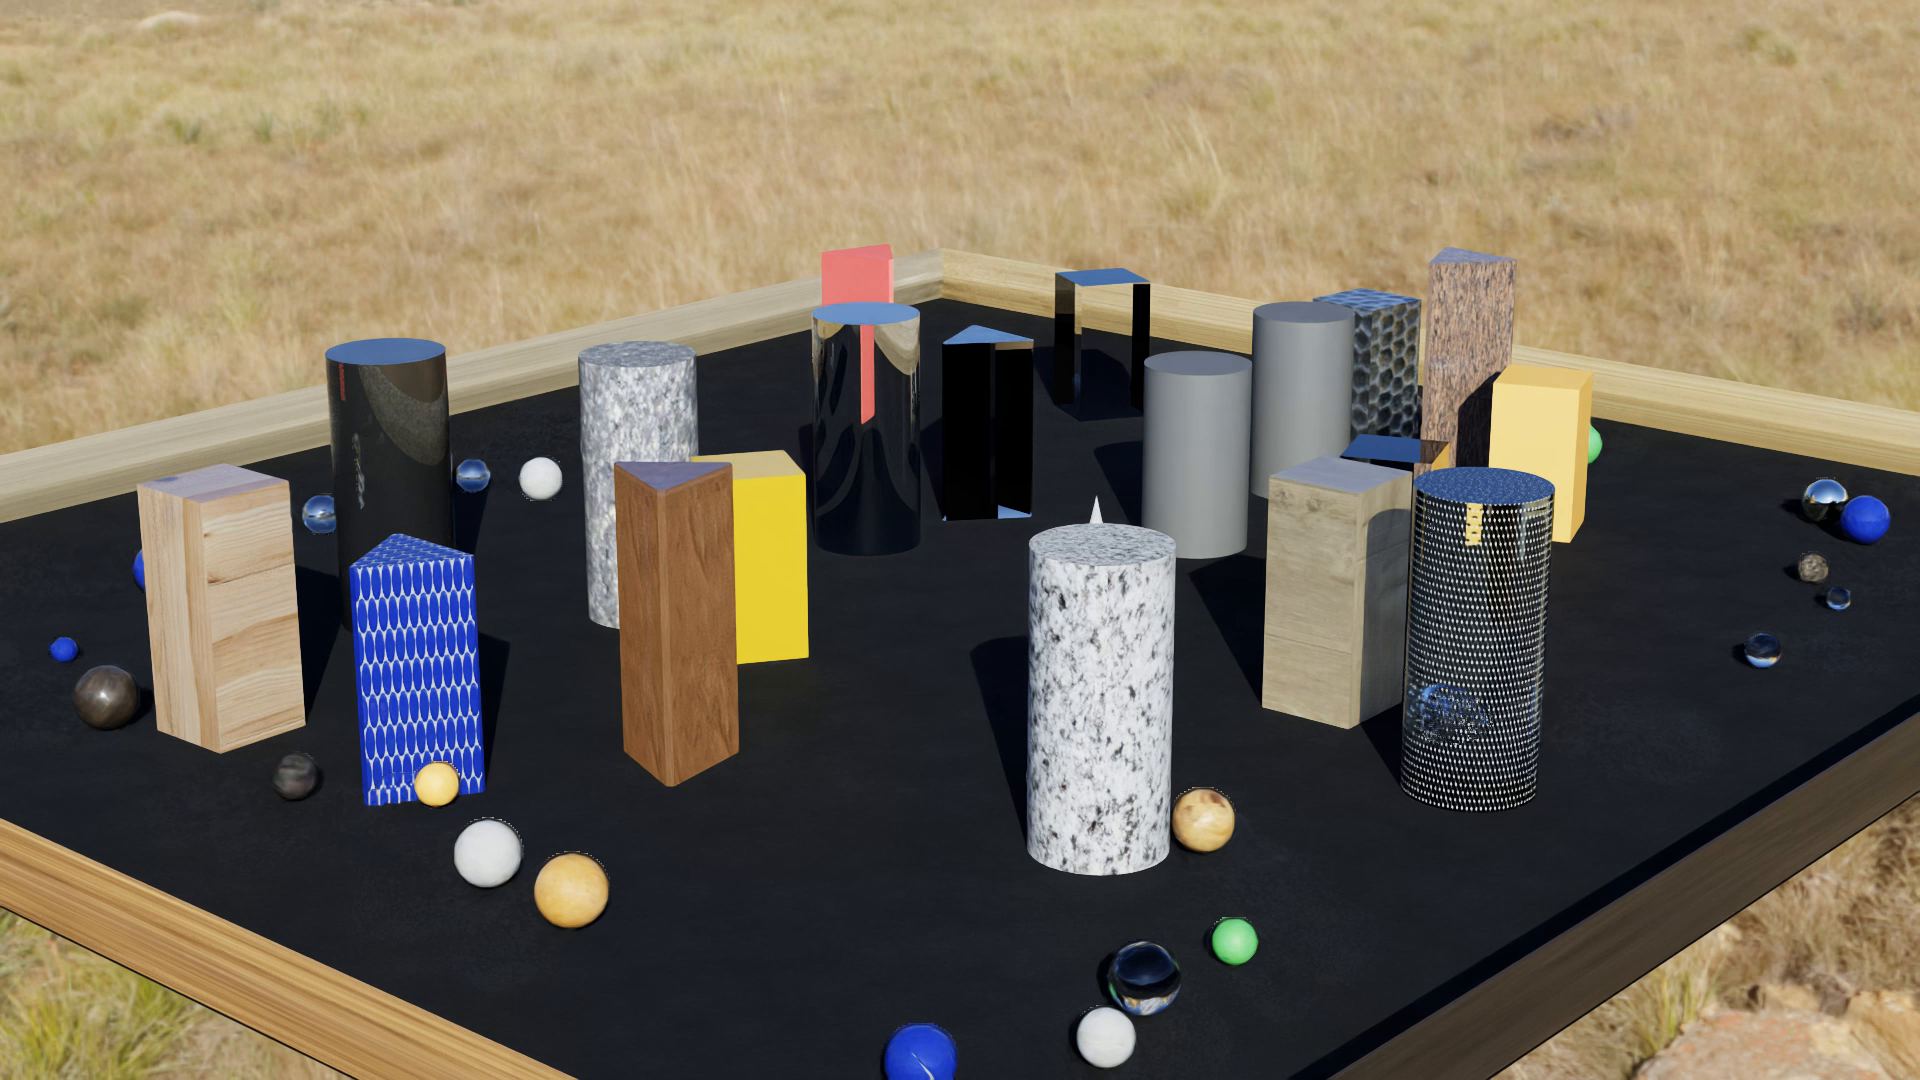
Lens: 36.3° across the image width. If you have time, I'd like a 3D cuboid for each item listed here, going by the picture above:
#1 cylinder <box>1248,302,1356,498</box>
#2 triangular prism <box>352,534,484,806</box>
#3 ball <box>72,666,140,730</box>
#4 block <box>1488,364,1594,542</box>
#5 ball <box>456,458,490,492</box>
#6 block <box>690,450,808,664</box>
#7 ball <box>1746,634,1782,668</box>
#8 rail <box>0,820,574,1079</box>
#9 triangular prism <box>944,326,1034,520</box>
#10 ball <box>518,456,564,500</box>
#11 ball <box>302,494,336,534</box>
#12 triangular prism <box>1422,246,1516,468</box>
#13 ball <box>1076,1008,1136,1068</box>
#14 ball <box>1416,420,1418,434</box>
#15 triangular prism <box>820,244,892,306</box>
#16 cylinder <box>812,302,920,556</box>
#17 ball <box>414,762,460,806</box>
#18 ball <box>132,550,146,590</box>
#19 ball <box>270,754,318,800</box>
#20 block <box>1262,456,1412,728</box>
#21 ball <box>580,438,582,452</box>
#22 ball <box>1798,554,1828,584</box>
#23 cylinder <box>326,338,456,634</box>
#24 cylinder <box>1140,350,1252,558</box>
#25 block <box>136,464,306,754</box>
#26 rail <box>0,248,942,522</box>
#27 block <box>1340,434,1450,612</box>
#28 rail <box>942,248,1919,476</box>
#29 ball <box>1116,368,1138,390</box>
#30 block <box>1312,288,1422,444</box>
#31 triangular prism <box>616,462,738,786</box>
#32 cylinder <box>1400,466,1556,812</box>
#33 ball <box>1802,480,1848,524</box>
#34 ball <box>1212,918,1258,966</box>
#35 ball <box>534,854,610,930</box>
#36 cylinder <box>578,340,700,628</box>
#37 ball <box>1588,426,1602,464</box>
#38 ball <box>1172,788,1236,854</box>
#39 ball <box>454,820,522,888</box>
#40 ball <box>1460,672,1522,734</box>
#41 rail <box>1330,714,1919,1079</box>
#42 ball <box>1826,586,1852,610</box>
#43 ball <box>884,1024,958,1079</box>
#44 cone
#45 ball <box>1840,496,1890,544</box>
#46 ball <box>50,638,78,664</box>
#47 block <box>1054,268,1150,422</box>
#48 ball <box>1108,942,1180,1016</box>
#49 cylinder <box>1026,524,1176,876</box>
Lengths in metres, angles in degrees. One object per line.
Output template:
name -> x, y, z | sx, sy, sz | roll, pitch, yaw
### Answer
cylinder -> 0.667, -0.272, 5.737 | 0.197, 0.356, 0.197 | 0, 17, 0
triangular prism -> -0.793, 0.181, 4.235 | 0.171, 0.356, 0.148 | -6, 18, -18
ball -> -1.305, 0.240, 4.483 | 0.099, 0.099, 0.099 | 0, 17, 0
block -> 1.085, -0.164, 5.491 | 0.158, 0.291, 0.158 | 6, 18, 20
ball -> -0.957, -0.126, 5.755 | 0.067, 0.067, 0.067 | 0, 17, 0
block -> -0.346, 0.028, 4.819 | 0.158, 0.312, 0.158 | -5, 17, -15
ball -> 1.303, 0.180, 4.757 | 0.057, 0.057, 0.057 | 0, 17, 0
rail -> -1.192, 0.428, 3.805 | 3.325, 0.128, 0.045 | 14, 22, 39
triangular prism -> 0.040, -0.227, 5.609 | 0.171, 0.344, 0.148 | -3, 17, -10
ball -> -0.815, -0.119, 5.700 | 0.085, 0.085, 0.085 | 0, 17, 0
ball -> -1.192, -0.048, 5.482 | 0.074, 0.074, 0.074 | 0, 17, 0
triangular prism -> 0.959, -0.319, 5.684 | 0.171, 0.477, 0.148 | -3, 17, -9
ball -> 0.170, 0.579, 3.409 | 0.070, 0.070, 0.070 | 0, 17, 0
ball -> 0.937, -0.236, 6.137 | 0.046, 0.046, 0.046 | 0, 17, 0
triangular prism -> -0.191, -0.464, 6.398 | 0.171, 0.342, 0.148 | 8, 19, 25
cylinder -> -0.171, -0.205, 5.385 | 0.197, 0.432, 0.197 | 0, 17, 0
ball -> -0.746, 0.349, 4.181 | 0.063, 0.063, 0.063 | 0, 17, 0
ball -> -1.397, 0.050, 5.125 | 0.093, 0.093, 0.093 | 0, 17, 0
ball -> -0.955, 0.340, 4.207 | 0.067, 0.067, 0.067 | 0, 17, 0
block -> 0.583, 0.078, 4.542 | 0.158, 0.375, 0.158 | 13, 21, 37
ball -> -0.728, -0.193, 5.945 | 0.086, 0.086, 0.086 | 0, 17, 0
ball -> 1.510, 0.051, 5.190 | 0.053, 0.053, 0.053 | 0, 17, 0
cylinder -> -0.953, -0.088, 4.930 | 0.197, 0.470, 0.197 | 0, 17, 0
cylinder -> 0.433, -0.158, 5.385 | 0.197, 0.342, 0.197 | 0, 17, 0
block -> -1.117, 0.101, 4.440 | 0.158, 0.390, 0.158 | 14, 21, 38
rail -> -1.237, -0.278, 6.149 | 0.045, 0.128, 3.684 | 14, 22, 39
block -> 0.749, -0.029, 5.085 | 0.158, 0.267, 0.158 | 6, 18, 19
rail -> 1.192, -0.364, 6.434 | 3.325, 0.128, 0.045 | 14, 22, 39
ball -> 0.371, -0.357, 6.491 | 0.047, 0.047, 0.047 | 0, 17, 0
block -> 0.835, -0.346, 6.062 | 0.158, 0.311, 0.158 | -15, 22, -41
triangular prism -> -0.440, 0.112, 4.304 | 0.148, 0.448, 0.171 | 10, 19, 30
cylinder -> 0.738, 0.141, 4.195 | 0.197, 0.456, 0.197 | 0, 17, 0
ball -> 1.637, -0.073, 5.547 | 0.085, 0.085, 0.085 | 0, 17, 0
ball -> 0.345, 0.504, 3.679 | 0.058, 0.058, 0.058 | 0, 17, 0
ball -> -0.501, 0.453, 3.782 | 0.096, 0.096, 0.096 | 0, 17, 0
cylinder -> -0.541, -0.094, 4.977 | 0.197, 0.454, 0.197 | 0, 17, 0
ball -> 1.255, -0.194, 5.941 | 0.090, 0.090, 0.090 | 0, 17, 0
ball -> 0.333, 0.385, 4.015 | 0.088, 0.088, 0.088 | 0, 17, 0
ball -> -0.629, 0.418, 3.907 | 0.090, 0.090, 0.090 | 0, 17, 0
ball -> 0.810, 0.248, 4.466 | 0.094, 0.094, 0.094 | 0, 17, 0
rail -> 1.237, 0.342, 4.091 | 0.045, 0.128, 3.684 | 14, 22, 39
ball -> 1.512, 0.101, 5.046 | 0.041, 0.041, 0.041 | 0, 17, 0
ball -> -0.045, 0.594, 3.335 | 0.085, 0.085, 0.085 | 0, 17, 0
cone -> 0.194, 0.142, 4.234 | 0.197, 0.430, 0.197 | 0, 17, 0
ball -> 1.674, -0.038, 5.422 | 0.089, 0.089, 0.089 | 0, 17, 0
ball -> -1.461, 0.180, 4.781 | 0.043, 0.043, 0.043 | 0, 17, 0
block -> 0.306, -0.424, 6.347 | 0.158, 0.296, 0.158 | -6, 18, -18
ball -> 0.222, 0.530, 3.540 | 0.089, 0.089, 0.089 | 0, 17, 0
cylinder -> 0.191, 0.215, 3.984 | 0.197, 0.437, 0.197 | 0, 17, 0
